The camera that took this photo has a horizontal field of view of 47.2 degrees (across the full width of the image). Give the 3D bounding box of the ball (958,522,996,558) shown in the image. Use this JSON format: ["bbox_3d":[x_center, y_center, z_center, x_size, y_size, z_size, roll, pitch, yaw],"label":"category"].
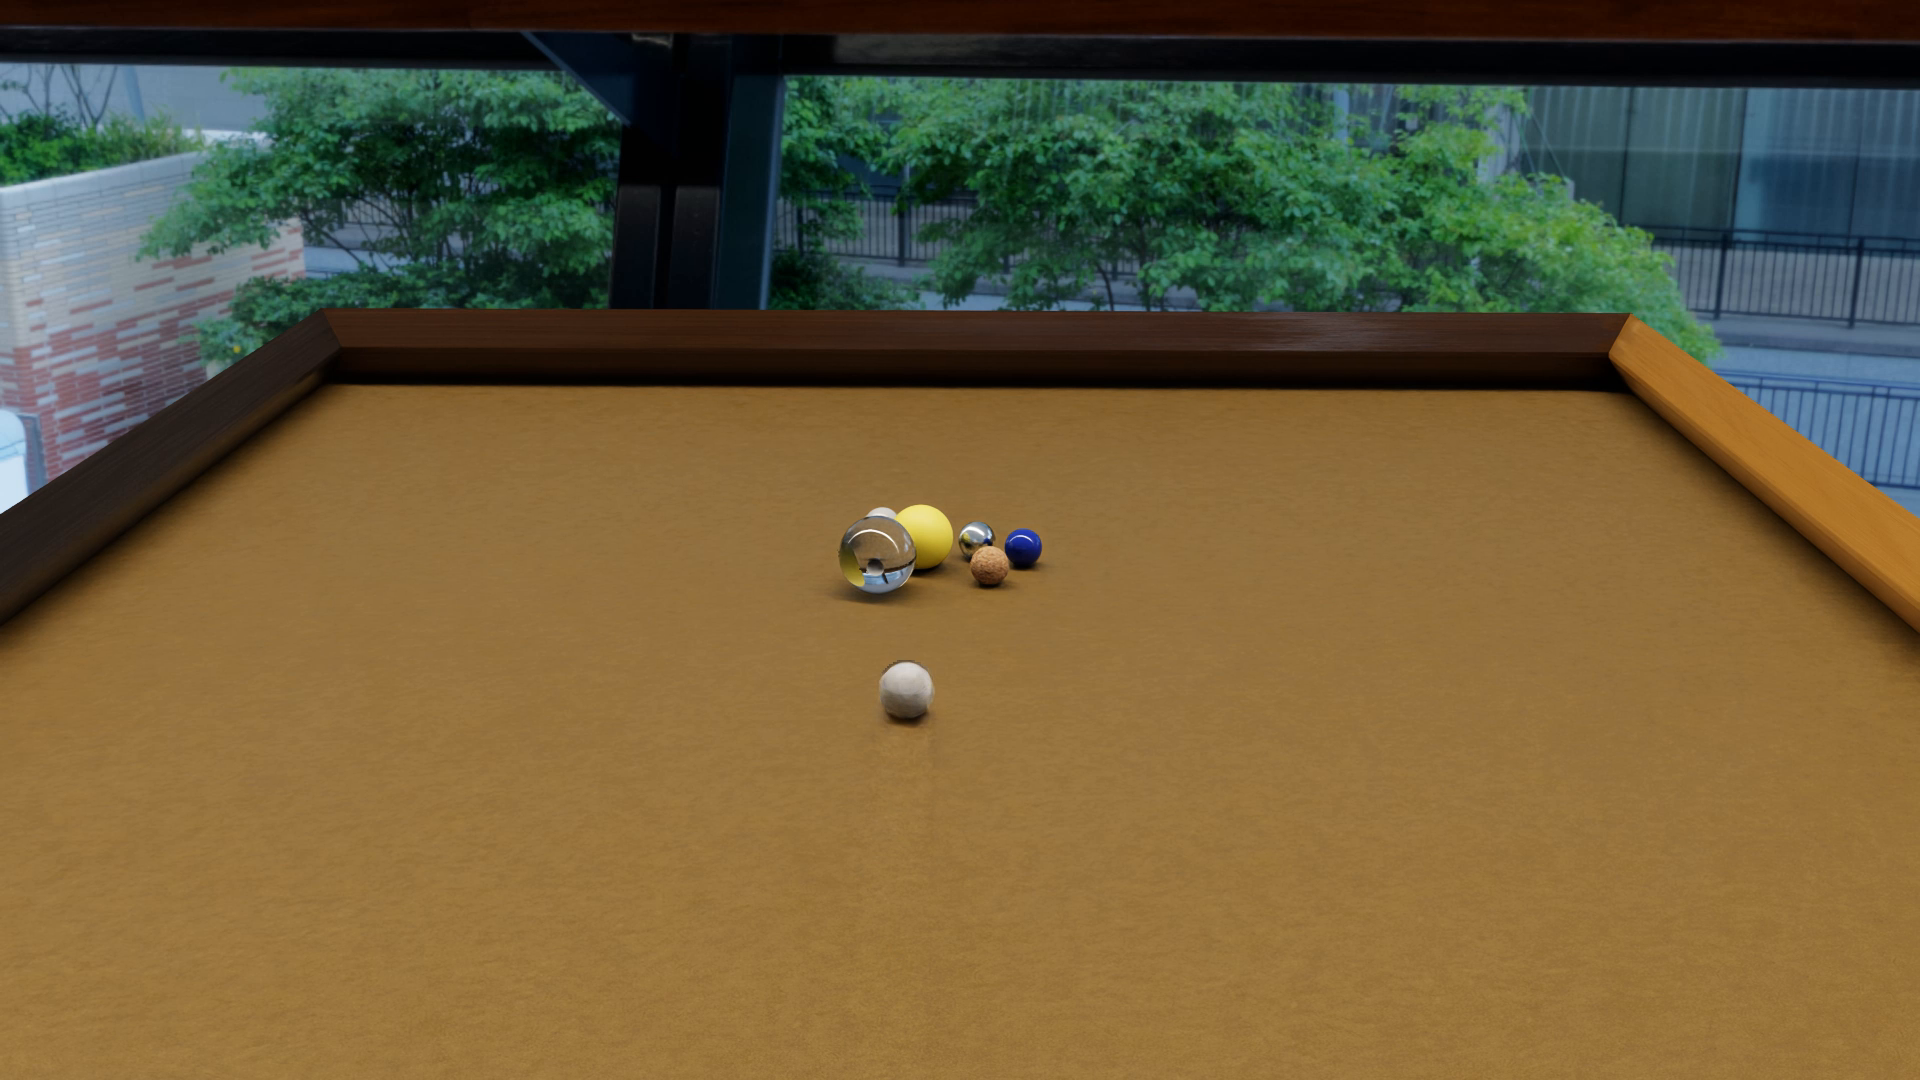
[{"bbox_3d":[0.022,0.000,2.812,0.049,0.049,0.049,0,17,0],"label":"ball"}]

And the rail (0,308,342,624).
[{"bbox_3d":[-1.114,0.263,1.820,0.045,0.124,4.111,0,17,1],"label":"rail"}]

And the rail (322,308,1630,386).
[{"bbox_3d":[0.020,-0.324,3.741,2.234,0.124,0.045,0,17,1],"label":"rail"}]

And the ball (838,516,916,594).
[{"bbox_3d":[-0.100,0.018,2.674,0.096,0.096,0.096,0,17,0],"label":"ball"}]

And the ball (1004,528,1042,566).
[{"bbox_3d":[0.080,0.009,2.783,0.048,0.048,0.048,0,17,0],"label":"ball"}]

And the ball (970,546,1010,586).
[{"bbox_3d":[0.037,0.032,2.711,0.048,0.048,0.048,0,17,0],"label":"ball"}]

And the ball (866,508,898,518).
[{"bbox_3d":[-0.102,-0.018,2.873,0.049,0.049,0.049,0,17,0],"label":"ball"}]

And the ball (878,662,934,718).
[{"bbox_3d":[-0.056,0.156,2.285,0.058,0.058,0.058,0,17,0],"label":"ball"}]

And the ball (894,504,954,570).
[{"bbox_3d":[-0.049,-0.004,2.768,0.082,0.082,0.082,0,17,0],"label":"ball"}]

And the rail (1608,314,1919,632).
[{"bbox_3d":[1.072,0.276,1.777,0.045,0.124,4.111,0,17,1],"label":"rail"}]
